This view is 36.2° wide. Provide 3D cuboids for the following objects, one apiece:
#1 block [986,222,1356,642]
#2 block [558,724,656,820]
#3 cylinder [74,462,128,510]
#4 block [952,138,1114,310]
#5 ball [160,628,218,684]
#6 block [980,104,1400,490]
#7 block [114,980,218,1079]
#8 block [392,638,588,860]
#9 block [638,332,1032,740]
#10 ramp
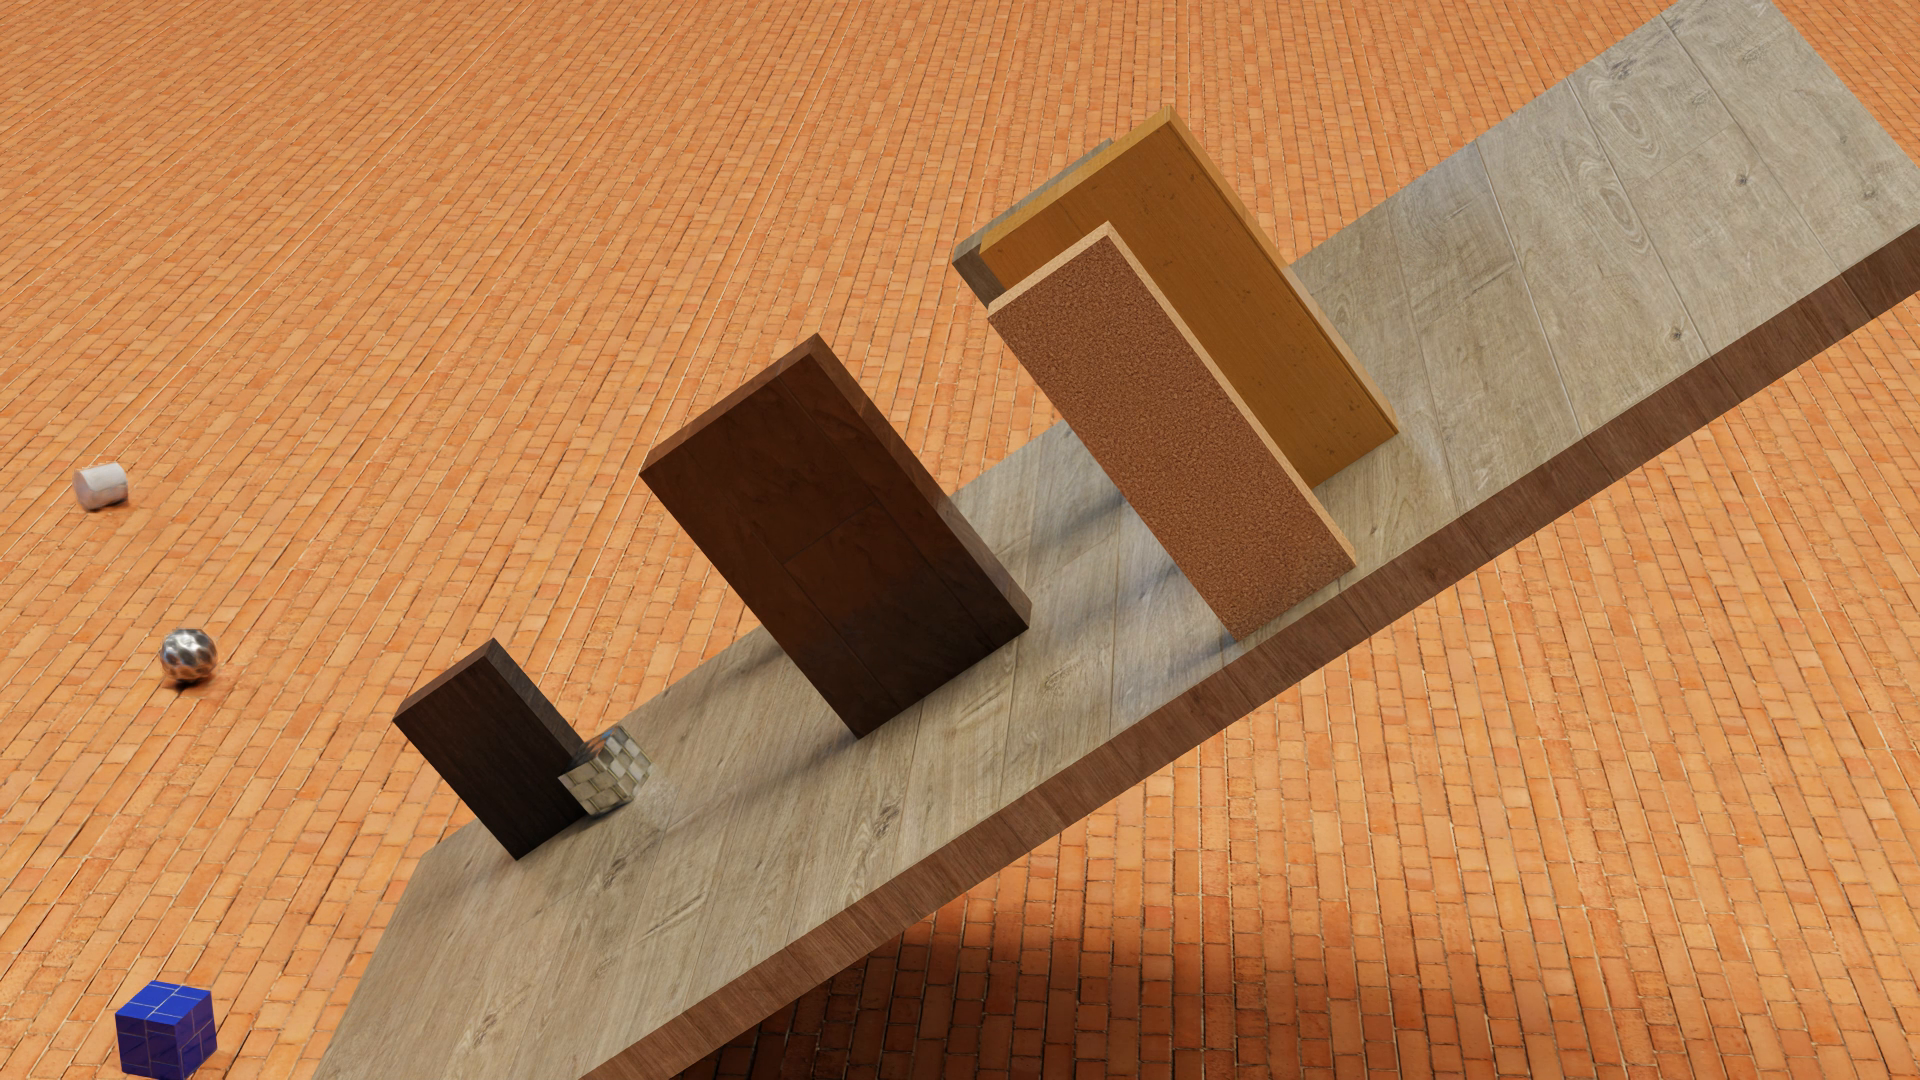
[{"bbox_3d":[0.377,-0.184,5.185,0.257,0.753,0.084,-34,16,16],"label":"block"},{"bbox_3d":[-0.840,0.552,7.005,0.138,0.138,0.138,-28,19,35],"label":"block"},{"bbox_3d":[-3.003,-0.187,10.287,0.139,0.139,0.139,-17,28,-36],"label":"cylinder"},{"bbox_3d":[0.343,-0.468,6.256,0.406,0.650,0.126,-34,16,16],"label":"block"},{"bbox_3d":[-2.343,0.353,8.938,0.170,0.170,0.170,0,22,0],"label":"ball"},{"bbox_3d":[0.442,-0.395,5.636,0.440,0.754,0.125,-34,16,16],"label":"block"},{"bbox_3d":[-1.882,1.166,6.978,0.161,0.161,0.161,7,23,17],"label":"block"},{"bbox_3d":[-1.098,0.507,7.102,0.295,0.465,0.106,-34,16,16],"label":"block"},{"bbox_3d":[-0.253,-0.001,6.114,0.449,0.740,0.132,-34,16,16],"label":"block"},{"bbox_3d":[0.130,0.178,6.320,4.000,0.100,2.000,-34,16,16],"label":"ramp"}]
